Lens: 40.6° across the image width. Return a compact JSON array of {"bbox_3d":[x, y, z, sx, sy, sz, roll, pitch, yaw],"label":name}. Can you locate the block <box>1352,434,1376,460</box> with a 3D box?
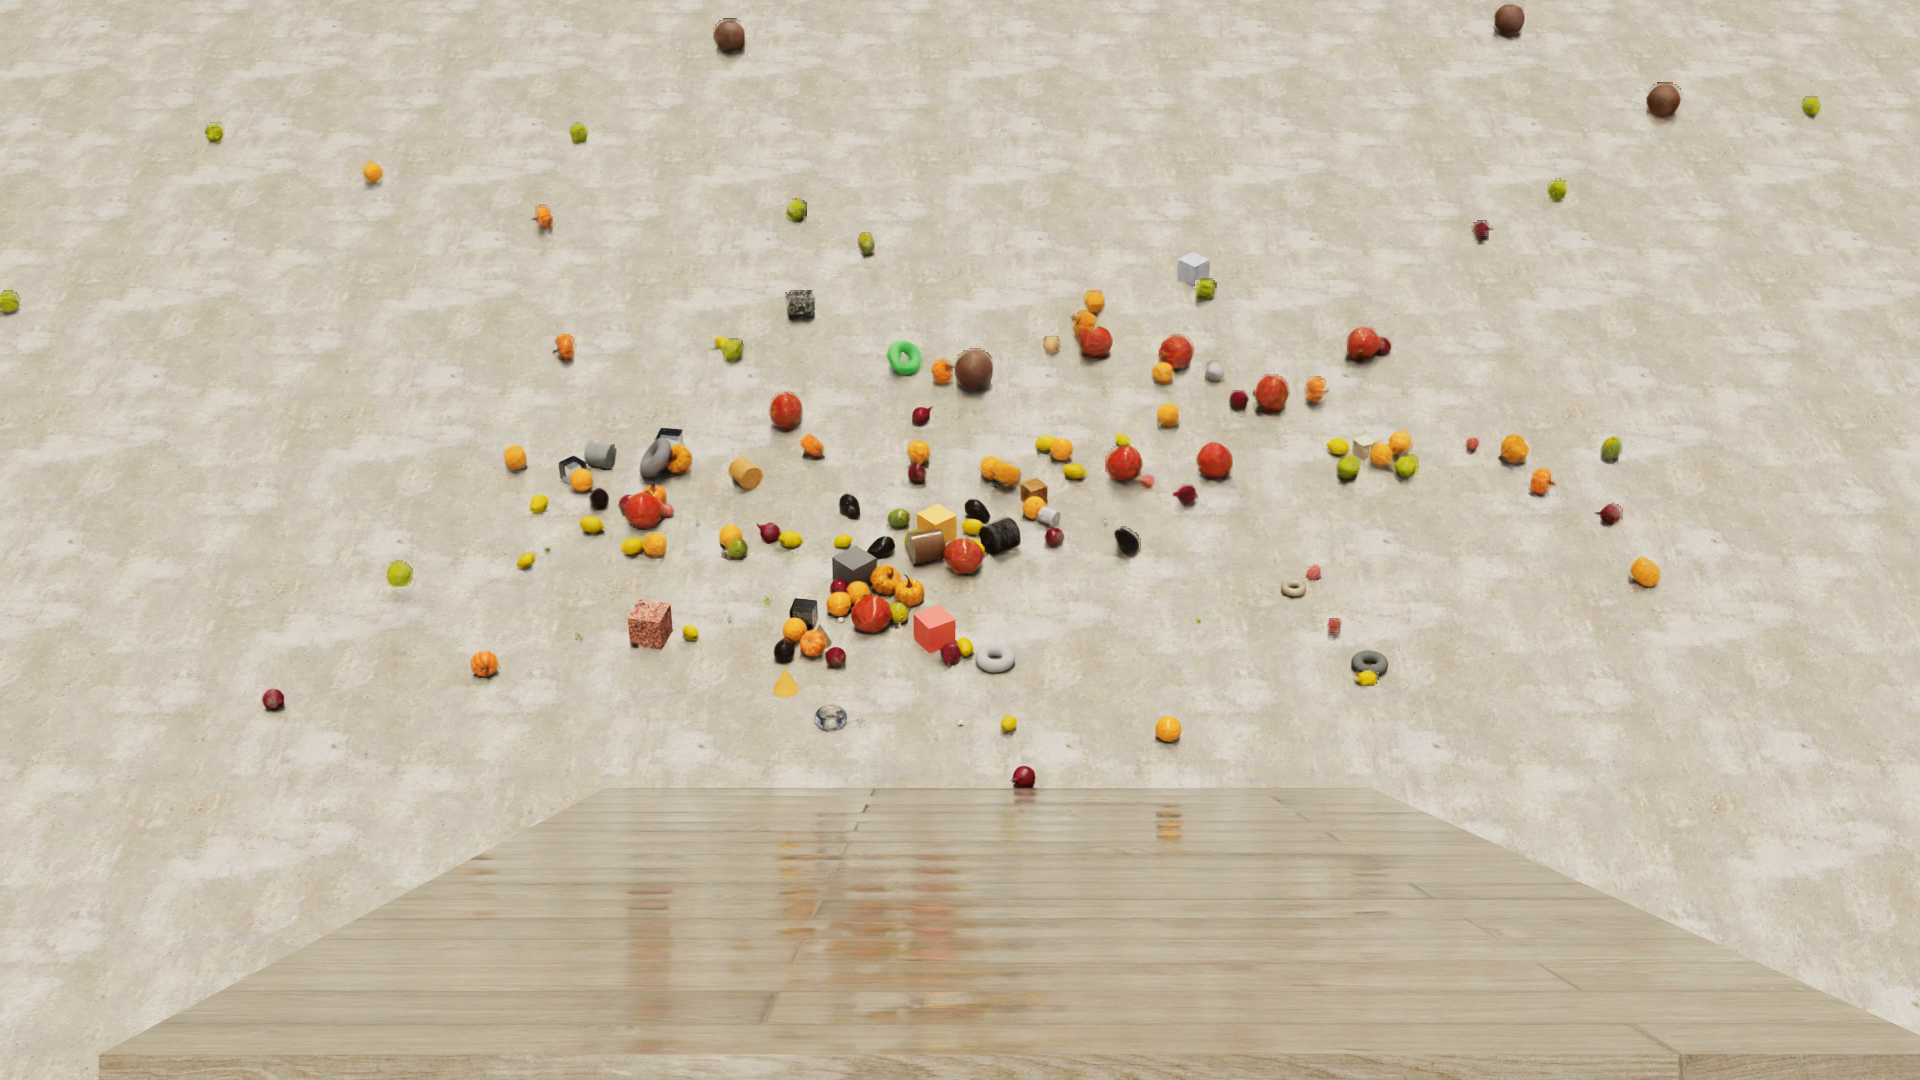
[{"bbox_3d":[1.292,-0.296,8.295,0.052,0.052,0.052,-19,38,-26],"label":"block"}]

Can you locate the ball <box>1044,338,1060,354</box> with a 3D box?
[{"bbox_3d":[0.311,-0.662,8.839,0.055,0.055,0.055,0,34,0],"label":"ball"}]

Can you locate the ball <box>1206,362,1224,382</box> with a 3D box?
[{"bbox_3d":[0.854,-0.563,8.682,0.065,0.065,0.065,0,34,0],"label":"ball"}]

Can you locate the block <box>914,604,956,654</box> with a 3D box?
[{"bbox_3d":[-0.073,0.255,7.439,0.088,0.088,0.088,-19,38,-26],"label":"block"}]

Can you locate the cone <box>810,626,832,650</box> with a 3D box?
[{"bbox_3d":[-0.401,0.267,7.442,0.065,0.065,0.065,0,34,0],"label":"cone"}]

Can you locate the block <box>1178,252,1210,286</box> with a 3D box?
[{"bbox_3d":[0.835,-0.967,9.272,0.080,0.080,0.080,-27,42,-34],"label":"block"}]

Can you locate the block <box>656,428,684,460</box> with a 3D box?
[{"bbox_3d":[-0.928,-0.307,8.294,0.072,0.072,0.072,5,34,7],"label":"block"}]

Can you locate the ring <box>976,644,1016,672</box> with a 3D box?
[{"bbox_3d":[0.100,0.335,7.366,0.114,0.038,0.114,1,35,0],"label":"ring"}]

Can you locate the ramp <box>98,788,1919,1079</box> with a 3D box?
[{"bbox_3d":[0.075,0.650,4.785,2.000,0.100,4.000,0,-1,0],"label":"ramp"}]

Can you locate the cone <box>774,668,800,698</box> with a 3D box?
[{"bbox_3d":[-0.487,0.388,7.254,0.074,0.074,0.074,0,34,0],"label":"cone"}]

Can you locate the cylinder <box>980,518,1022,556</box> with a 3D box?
[{"bbox_3d":[0.121,-0.010,7.834,0.090,0.090,0.090,-22,39,-29],"label":"cylinder"}]

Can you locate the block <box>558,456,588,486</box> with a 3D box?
[{"bbox_3d":[-1.219,-0.219,8.172,0.061,0.061,0.061,28,43,35],"label":"block"}]

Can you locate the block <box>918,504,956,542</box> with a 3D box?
[{"bbox_3d":[-0.070,-0.043,7.887,0.085,0.085,0.085,-25,41,-32],"label":"block"}]

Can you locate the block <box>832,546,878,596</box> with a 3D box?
[{"bbox_3d":[-0.311,0.091,7.679,0.094,0.094,0.094,-27,42,-35],"label":"block"}]

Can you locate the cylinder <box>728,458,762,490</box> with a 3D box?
[{"bbox_3d":[-0.674,-0.209,8.142,0.077,0.077,0.077,-22,39,-29],"label":"cylinder"}]

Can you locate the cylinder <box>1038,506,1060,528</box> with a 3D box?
[{"bbox_3d":[0.273,-0.070,7.958,0.052,0.052,0.052,21,39,28],"label":"cylinder"}]

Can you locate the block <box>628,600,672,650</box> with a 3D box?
[{"bbox_3d":[-0.889,0.243,7.451,0.096,0.096,0.096,8,35,12],"label":"block"}]

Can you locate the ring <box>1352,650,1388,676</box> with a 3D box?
[{"bbox_3d":[1.160,0.349,7.347,0.104,0.035,0.104,0,33,0],"label":"ring"}]

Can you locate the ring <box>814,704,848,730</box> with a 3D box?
[{"bbox_3d":[-0.355,0.488,7.144,0.092,0.031,0.092,1,34,-1],"label":"ring"}]

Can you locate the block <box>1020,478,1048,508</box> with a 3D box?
[{"bbox_3d":[0.230,-0.146,8.064,0.061,0.061,0.061,-18,38,-25],"label":"block"}]

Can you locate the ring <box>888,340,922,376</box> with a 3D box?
[{"bbox_3d":[-0.187,-0.613,8.724,0.128,0.043,0.128,15,62,-29],"label":"ring"}]

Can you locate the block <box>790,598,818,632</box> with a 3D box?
[{"bbox_3d":[-0.452,0.218,7.515,0.067,0.067,0.067,6,34,8],"label":"block"}]

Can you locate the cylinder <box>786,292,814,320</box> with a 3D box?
[{"bbox_3d":[-0.555,-0.816,9.038,0.090,0.090,0.090,-5,34,-7],"label":"cylinder"}]

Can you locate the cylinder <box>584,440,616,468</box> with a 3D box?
[{"bbox_3d":[-1.142,-0.271,8.235,0.076,0.076,0.076,11,35,16],"label":"cylinder"}]

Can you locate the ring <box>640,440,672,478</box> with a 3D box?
[{"bbox_3d":[-0.960,-0.255,8.180,0.046,0.139,0.139,34,25,-24],"label":"ring"}]

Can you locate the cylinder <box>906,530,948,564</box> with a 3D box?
[{"bbox_3d":[-0.101,0.019,7.786,0.095,0.095,0.095,-4,32,-27],"label":"cylinder"}]

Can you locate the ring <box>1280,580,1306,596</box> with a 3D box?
[{"bbox_3d":[0.985,0.142,7.665,0.076,0.025,0.076,0,32,0],"label":"ring"}]
